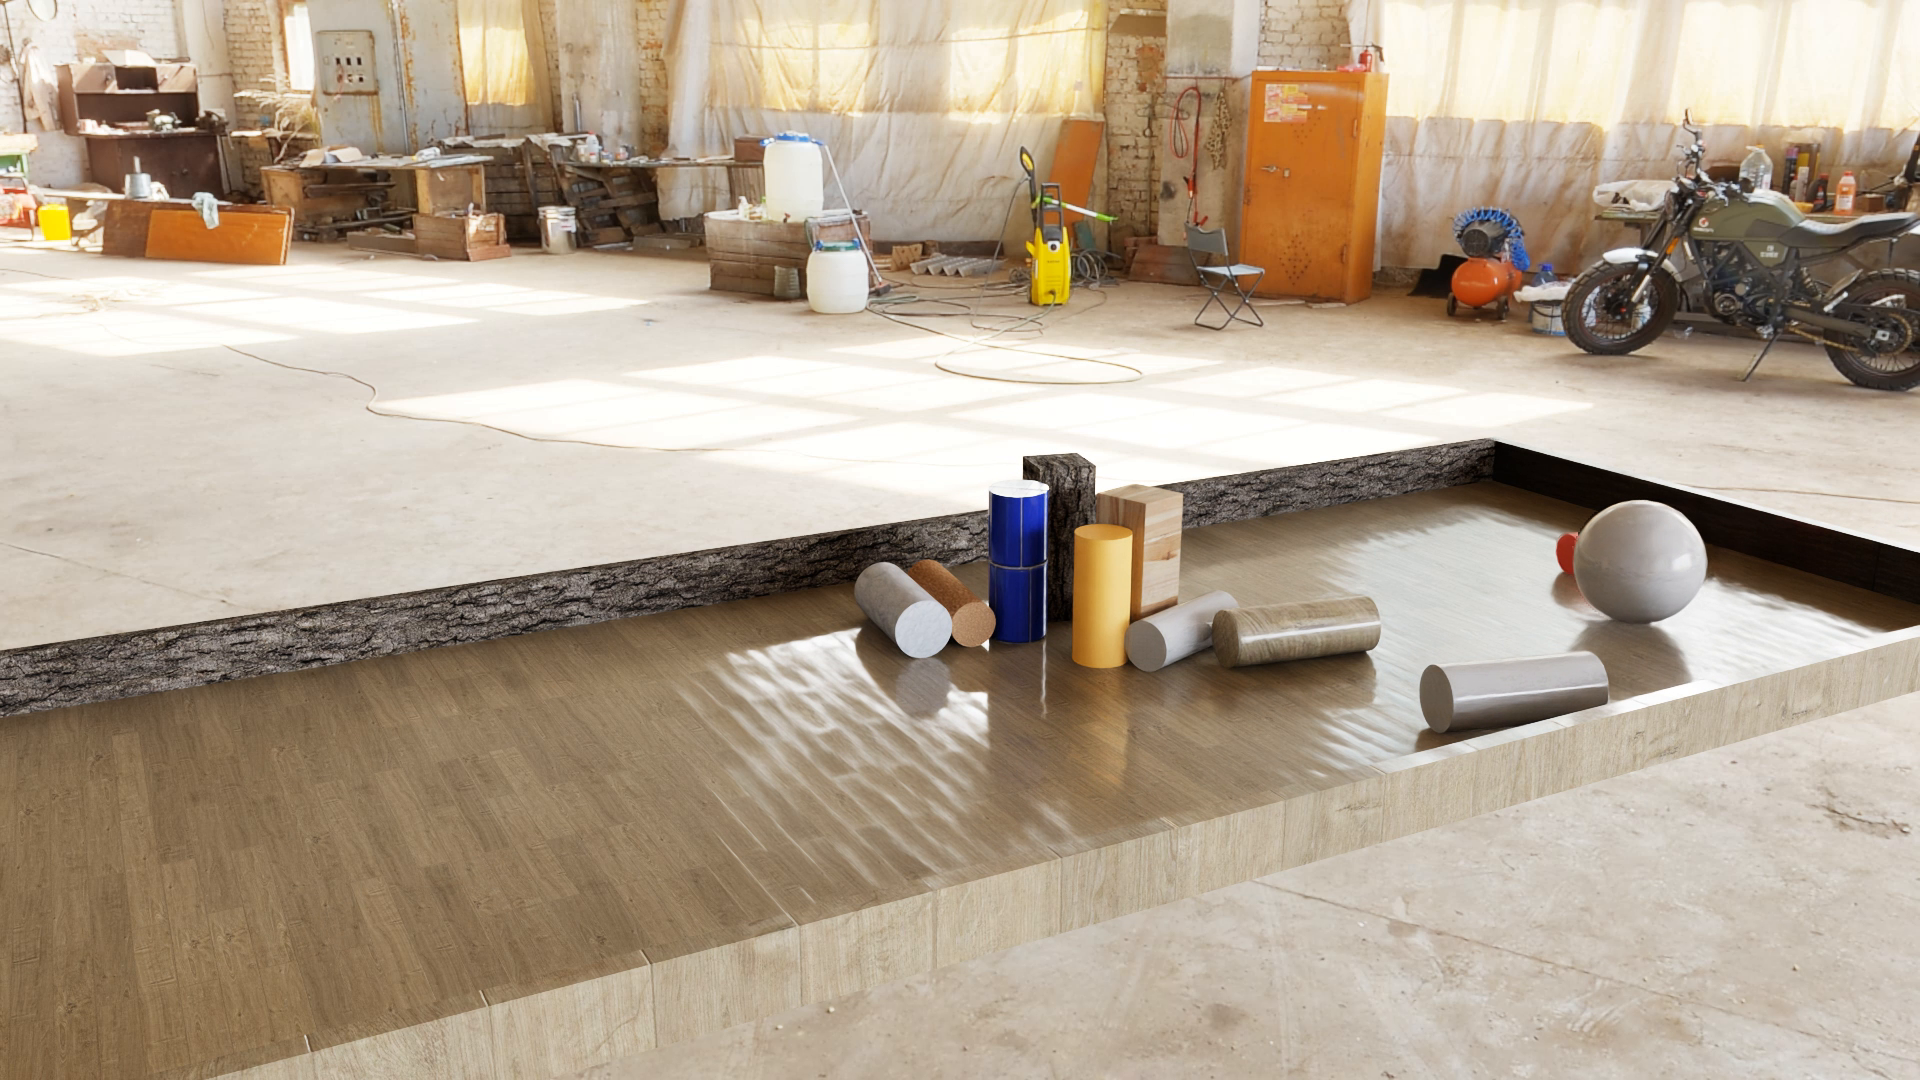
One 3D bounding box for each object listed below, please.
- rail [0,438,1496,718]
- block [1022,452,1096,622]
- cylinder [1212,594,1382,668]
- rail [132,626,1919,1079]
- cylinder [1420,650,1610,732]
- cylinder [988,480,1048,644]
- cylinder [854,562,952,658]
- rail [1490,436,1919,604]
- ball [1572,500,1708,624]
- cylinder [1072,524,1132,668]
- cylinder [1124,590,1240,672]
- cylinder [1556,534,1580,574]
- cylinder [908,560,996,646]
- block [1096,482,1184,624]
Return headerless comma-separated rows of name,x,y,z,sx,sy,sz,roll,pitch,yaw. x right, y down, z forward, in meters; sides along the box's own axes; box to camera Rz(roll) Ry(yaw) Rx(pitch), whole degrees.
rail,-3.305,0.497,3.399,12.000,0.150,0.050,-9,18,-27
block,0.272,-0.007,4.600,0.161,0.440,0.161,-4,17,-15
cylinder,0.874,0.236,4.286,0.411,0.151,0.151,-5,17,-18
rail,-2.336,1.006,1.665,12.000,0.150,0.050,-9,18,-27
cylinder,1.297,0.355,3.865,0.397,0.159,0.159,-4,17,-13
cylinder,0.156,0.058,4.416,0.160,0.412,0.160,0,19,0
cylinder,-0.157,0.185,4.448,0.157,0.157,0.359,-6,17,-20
rail,2.466,-0.048,5.253,0.050,0.150,2.100,-9,18,-27
ball,1.871,0.060,4.543,0.342,0.342,0.342,0,16,0
cylinder,0.366,0.144,4.256,0.148,0.343,0.148,0,17,0
cylinder,0.586,0.235,4.317,0.135,0.135,0.339,15,22,40
cylinder,2.032,0.028,5.043,0.397,0.122,0.122,-5,17,-16
cylinder,-0.031,0.170,4.555,0.125,0.125,0.406,-6,17,-18
block,0.468,0.075,4.365,0.160,0.411,0.160,15,21,41
